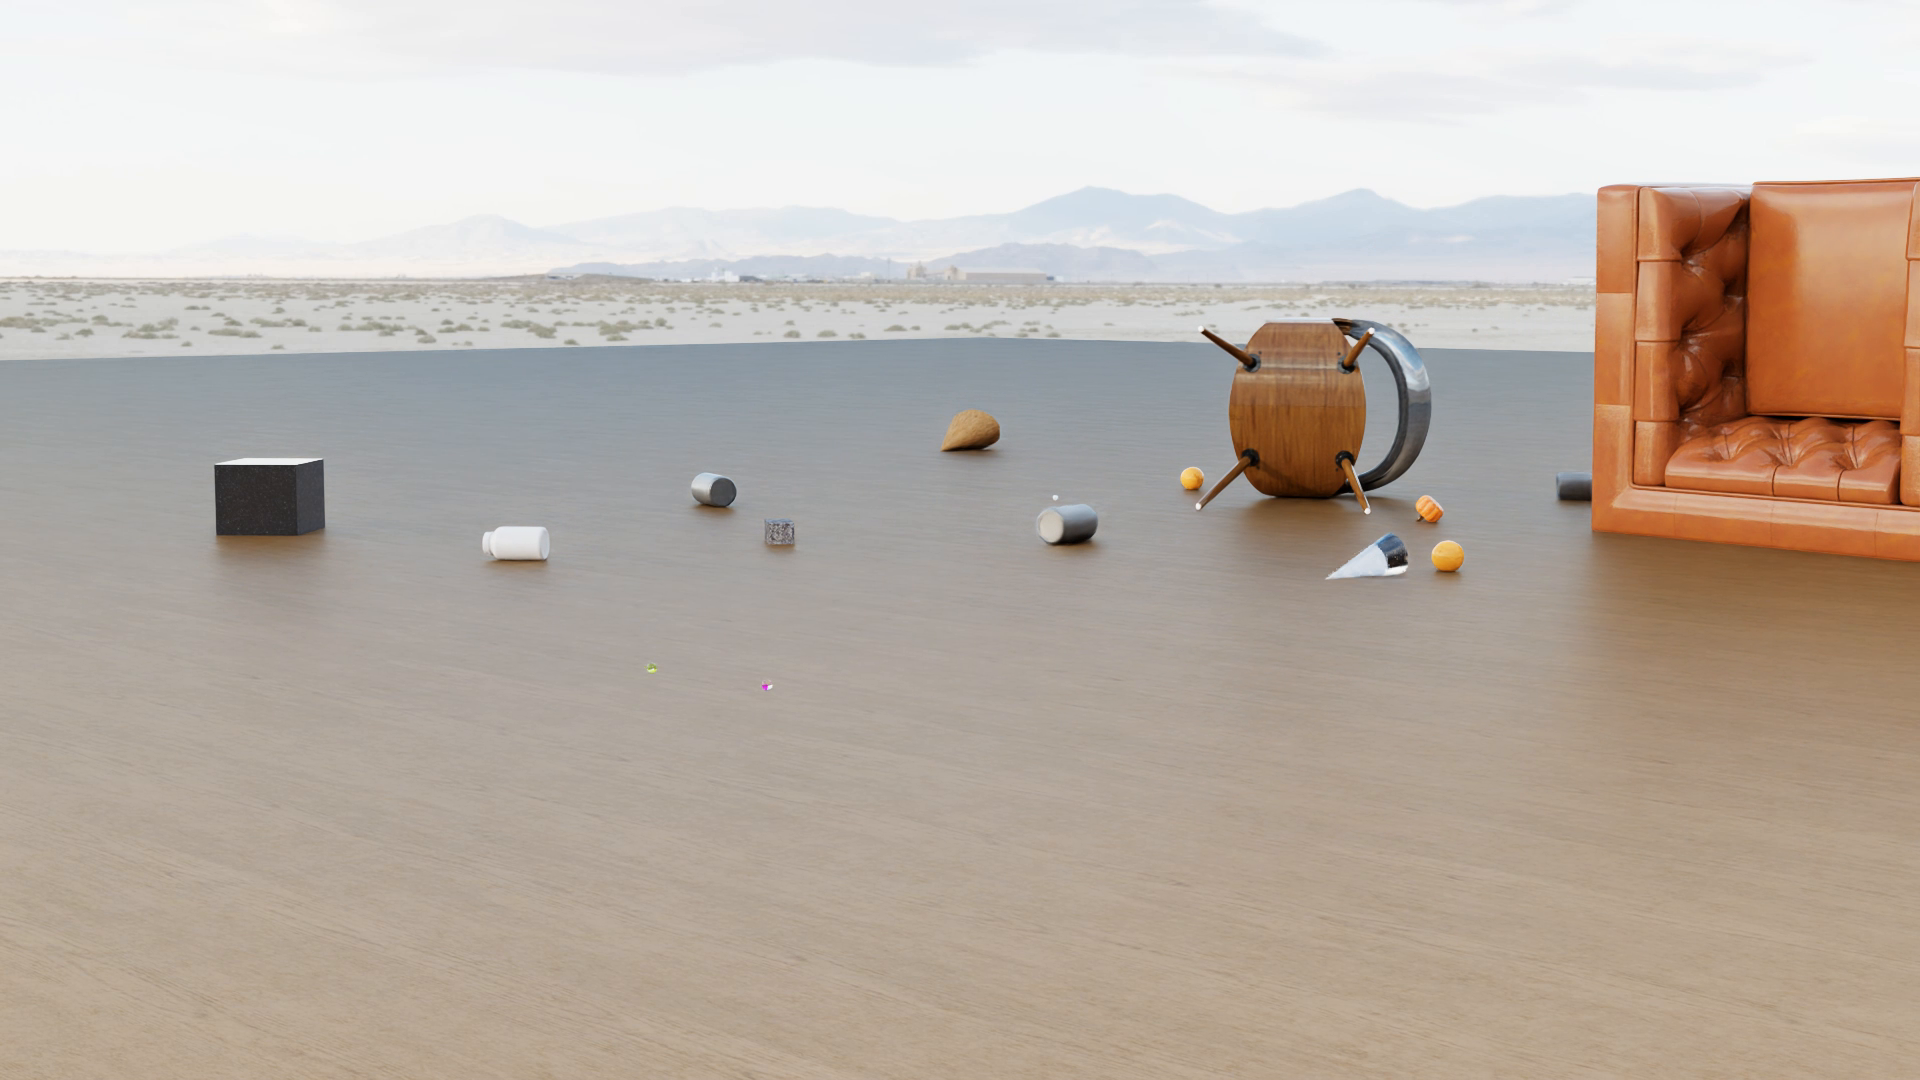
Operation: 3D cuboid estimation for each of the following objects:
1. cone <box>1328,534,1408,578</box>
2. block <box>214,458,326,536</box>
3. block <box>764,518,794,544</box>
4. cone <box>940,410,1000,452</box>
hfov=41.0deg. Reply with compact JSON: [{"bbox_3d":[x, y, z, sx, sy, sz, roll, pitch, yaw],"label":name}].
[{"bbox_3d":[0.877,0.058,5.626,0.182,0.094,0.111,-19,-9,-23],"label":"cone"},{"bbox_3d":[-1.779,-0.112,6.620,0.212,0.181,0.213,0,6,5],"label":"block"},{"bbox_3d":[-0.448,-0.021,6.363,0.062,0.051,0.118,-1,6,-10],"label":"block"},{"bbox_3d":[-0.008,-0.378,9.720,0.228,0.153,0.249,1,22,36],"label":"cone"}]
